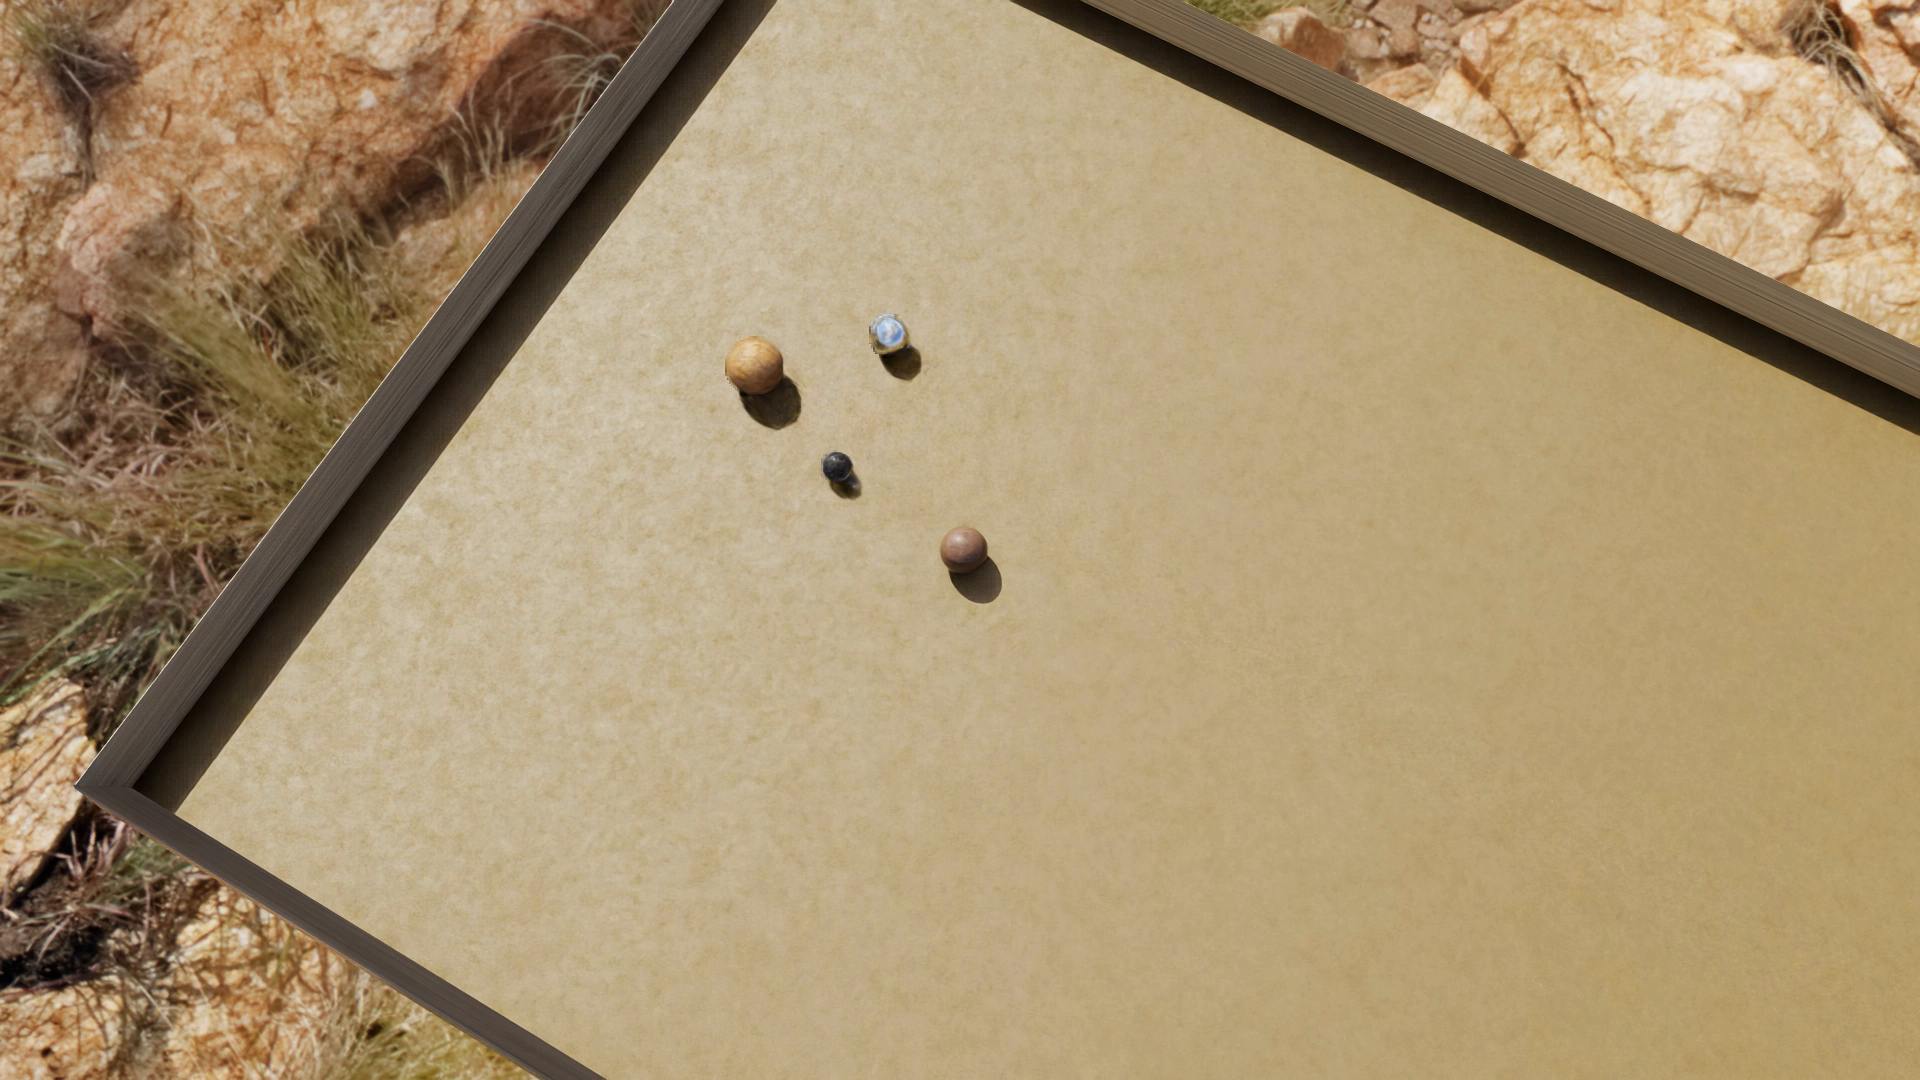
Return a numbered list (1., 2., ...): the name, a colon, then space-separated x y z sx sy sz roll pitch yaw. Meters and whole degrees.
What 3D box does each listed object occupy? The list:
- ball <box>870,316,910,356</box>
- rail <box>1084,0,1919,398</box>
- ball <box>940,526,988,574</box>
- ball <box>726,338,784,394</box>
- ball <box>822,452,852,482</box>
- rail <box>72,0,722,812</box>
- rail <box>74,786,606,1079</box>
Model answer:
1. ball: -0.116 -0.339 3.651 0.066 0.066 0.066 0 67 0
2. rail: 1.304 -0.393 3.642 3.677 0.121 0.045 28 70 11
3. ball: 0.006 0.016 3.496 0.077 0.077 0.077 0 67 0
4. ball: -0.336 -0.285 3.614 0.093 0.093 0.093 0 67 0
5. ball: -0.199 -0.119 3.567 0.049 0.049 0.049 0 67 0
6. rail: -0.774 -0.426 3.657 0.045 0.121 2.073 28 70 11
7. rail: 0.286 1.222 2.965 3.677 0.121 0.045 28 70 11
